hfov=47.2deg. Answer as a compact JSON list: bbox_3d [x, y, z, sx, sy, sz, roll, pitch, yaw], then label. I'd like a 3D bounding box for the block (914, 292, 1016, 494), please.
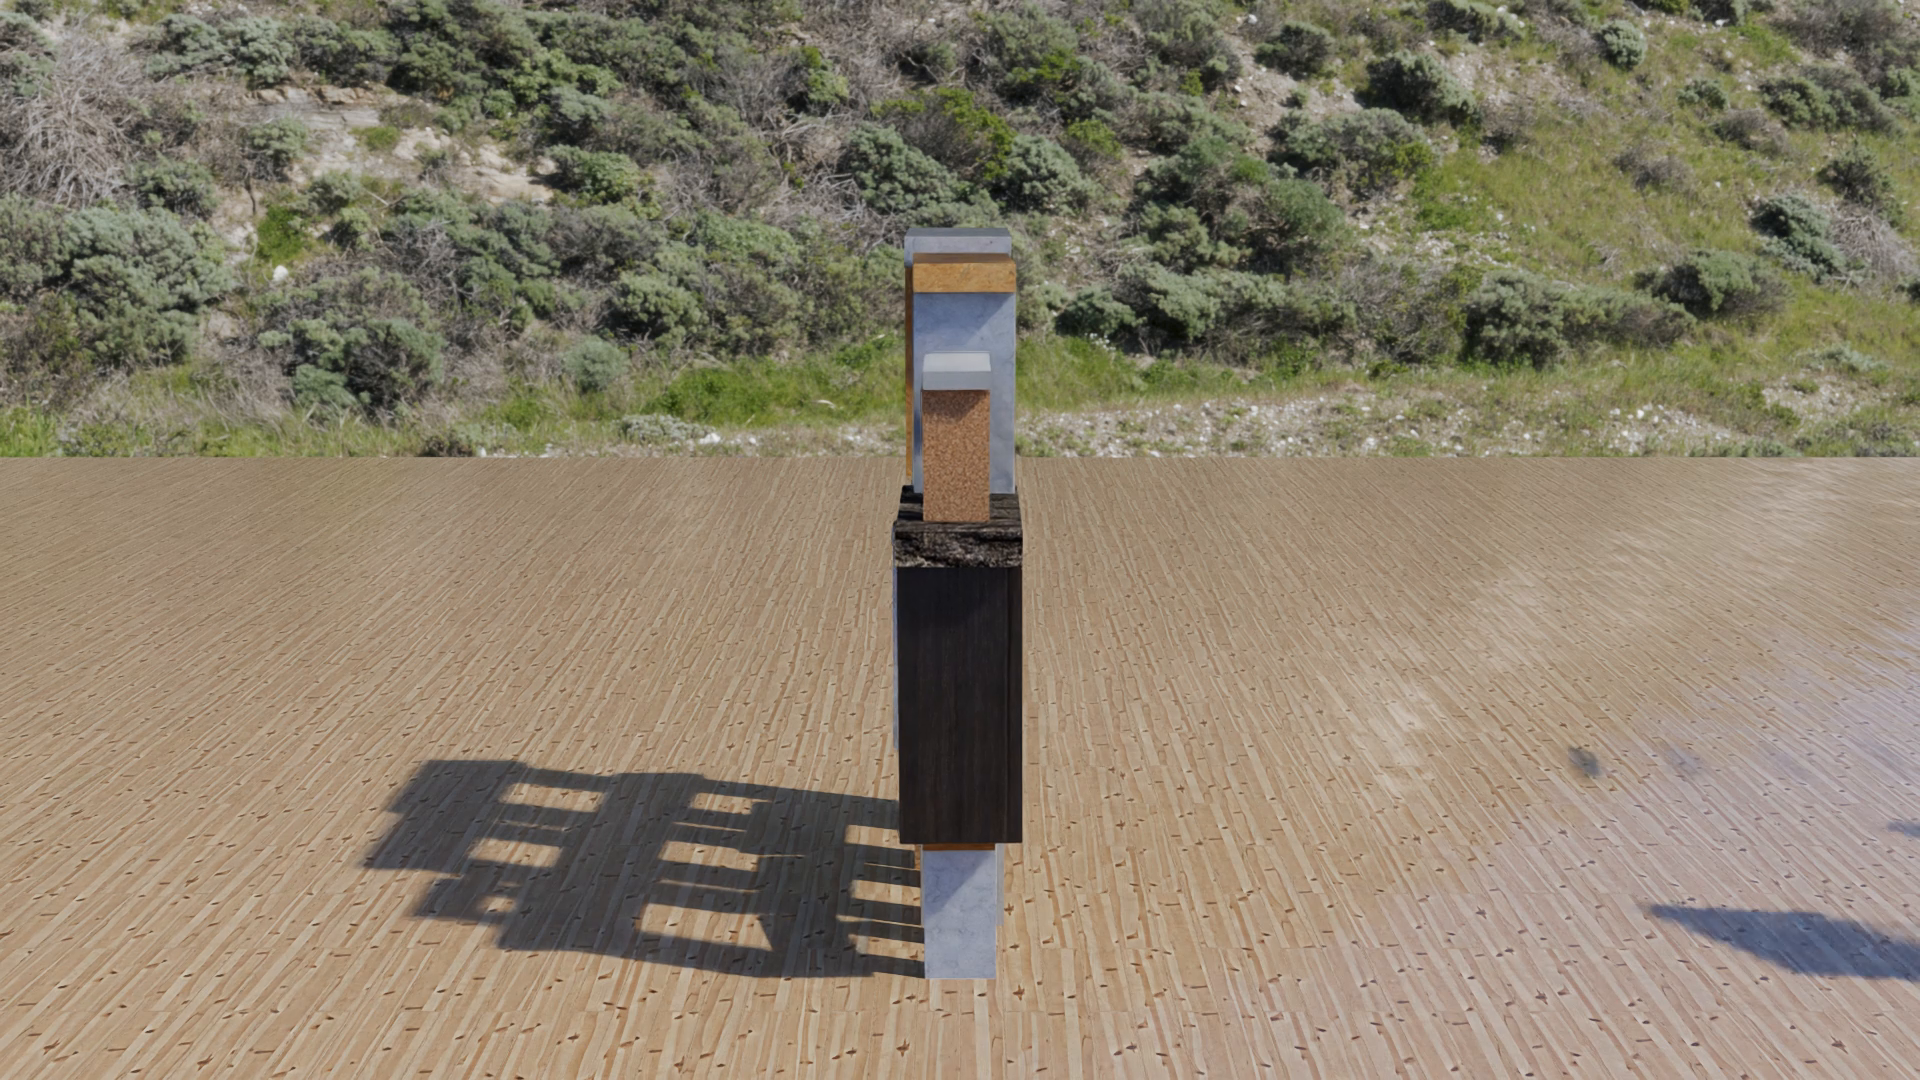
[{"bbox_3d":[0.007,-0.224,3.324,0.152,0.304,0.043,1,9,2],"label":"block"}]

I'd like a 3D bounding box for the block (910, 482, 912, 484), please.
[{"bbox_3d":[-0.005,-0.071,3.582,0.150,0.043,0.301,0,11,0],"label":"block"}]

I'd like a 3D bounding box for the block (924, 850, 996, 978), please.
[{"bbox_3d":[0.000,0.550,3.295,0.107,0.214,0.030,0,11,0],"label":"block"}]

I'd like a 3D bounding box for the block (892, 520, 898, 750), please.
[{"bbox_3d":[-0.014,0.149,3.403,0.178,0.355,0.050,1,13,2],"label":"block"}]

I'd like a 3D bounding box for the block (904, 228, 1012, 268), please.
[{"bbox_3d":[-0.004,-0.497,3.724,0.173,0.049,0.346,0,10,0],"label":"block"}]

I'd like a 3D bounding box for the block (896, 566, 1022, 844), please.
[{"bbox_3d":[0.000,0.230,3.167,0.178,0.415,0.050,0,11,-1],"label":"block"}]

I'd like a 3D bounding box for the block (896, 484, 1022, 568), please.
[{"bbox_3d":[-0.001,-0.024,3.240,0.178,0.050,0.355,0,12,0],"label":"block"}]

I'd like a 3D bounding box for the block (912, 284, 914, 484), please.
[{"bbox_3d":[-0.001,-0.251,3.537,0.152,0.327,0.043,0,11,1],"label":"block"}]

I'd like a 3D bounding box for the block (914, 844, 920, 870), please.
[{"bbox_3d":[-0.002,0.415,3.784,0.151,0.301,0.043,0,11,0],"label":"block"}]

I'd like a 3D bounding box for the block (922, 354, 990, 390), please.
[{"bbox_3d":[-0.005,-0.243,3.167,0.095,0.027,0.190,-1,12,0],"label":"block"}]

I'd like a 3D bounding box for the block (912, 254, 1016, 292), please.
[{"bbox_3d":[0.003,-0.415,3.402,0.152,0.043,0.304,0,10,-1],"label":"block"}]

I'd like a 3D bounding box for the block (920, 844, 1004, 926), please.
[{"bbox_3d":[0.003,0.483,3.516,0.133,0.266,0.038,0,11,-1],"label":"block"}]

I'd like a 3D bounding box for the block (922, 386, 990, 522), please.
[{"bbox_3d":[-0.005,-0.122,3.122,0.095,0.190,0.027,0,12,0],"label":"block"}]

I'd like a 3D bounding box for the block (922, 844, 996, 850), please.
[{"bbox_3d":[-0.002,0.393,3.329,0.107,0.030,0.214,0,28,0],"label":"block"}]

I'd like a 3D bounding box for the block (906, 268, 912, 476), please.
[{"bbox_3d":[-0.003,-0.281,3.646,0.173,0.346,0.049,0,10,1],"label":"block"}]

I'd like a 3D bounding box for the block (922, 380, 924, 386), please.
[{"bbox_3d":[-0.008,-0.149,3.247,0.095,0.190,0.027,-1,11,0],"label":"block"}]
